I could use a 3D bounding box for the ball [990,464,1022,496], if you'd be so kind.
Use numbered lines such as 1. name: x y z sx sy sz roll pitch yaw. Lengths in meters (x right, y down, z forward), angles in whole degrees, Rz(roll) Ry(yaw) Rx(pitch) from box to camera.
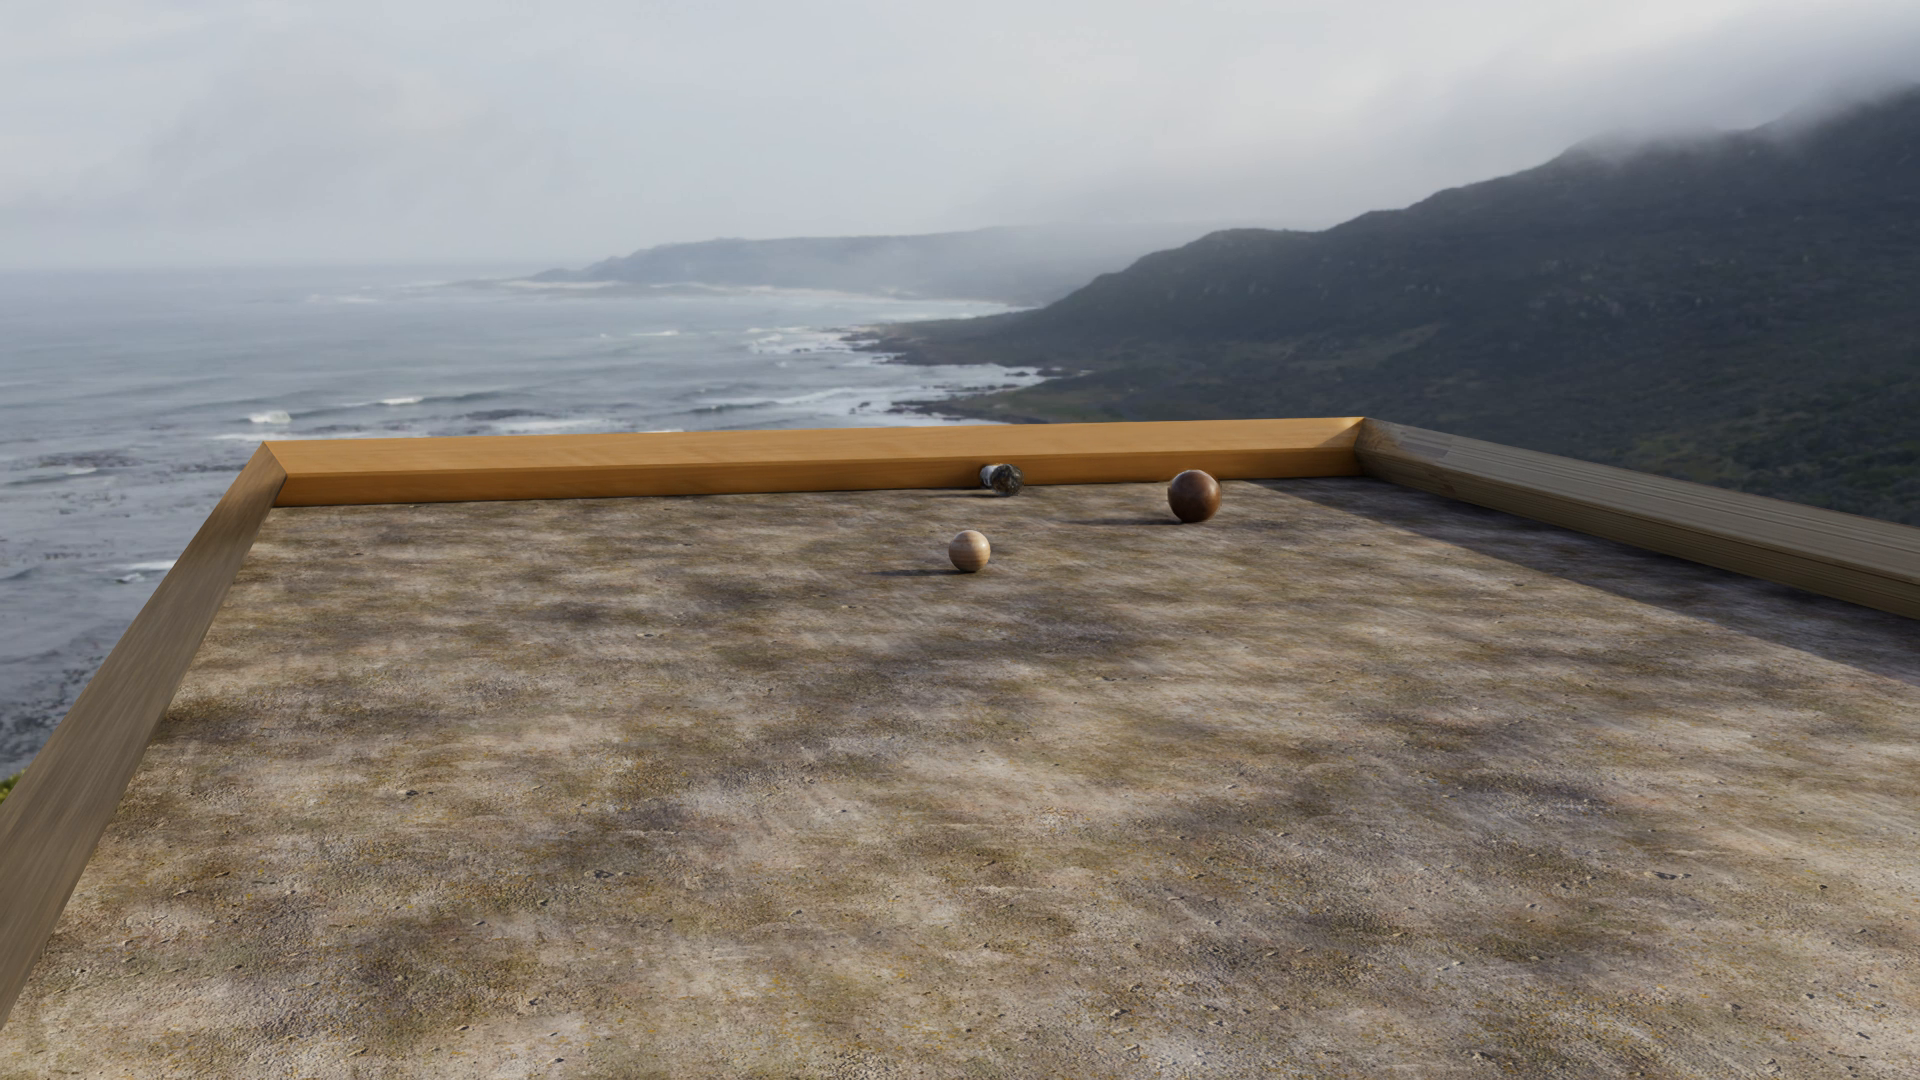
1. ball: 0.091 -0.118 4.331 0.065 0.065 0.065 0 8 0

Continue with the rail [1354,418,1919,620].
1. rail: 1.298 0.062 2.847 0.045 0.123 3.842 -2 8 -14

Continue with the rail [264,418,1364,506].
1. rail: -0.223 -0.160 4.412 2.250 0.123 0.045 -2 8 -14

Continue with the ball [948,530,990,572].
1. ball: 0.015 0.017 3.377 0.065 0.065 0.065 0 8 0

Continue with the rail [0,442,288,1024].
1. rail: -0.842 0.135 2.329 0.045 0.123 3.842 -2 8 -14

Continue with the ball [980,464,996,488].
1. ball: 0.063 -0.128 4.459 0.049 0.049 0.049 0 8 0

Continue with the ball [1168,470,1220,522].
1. ball: 0.420 -0.079 3.950 0.095 0.095 0.095 0 8 0
